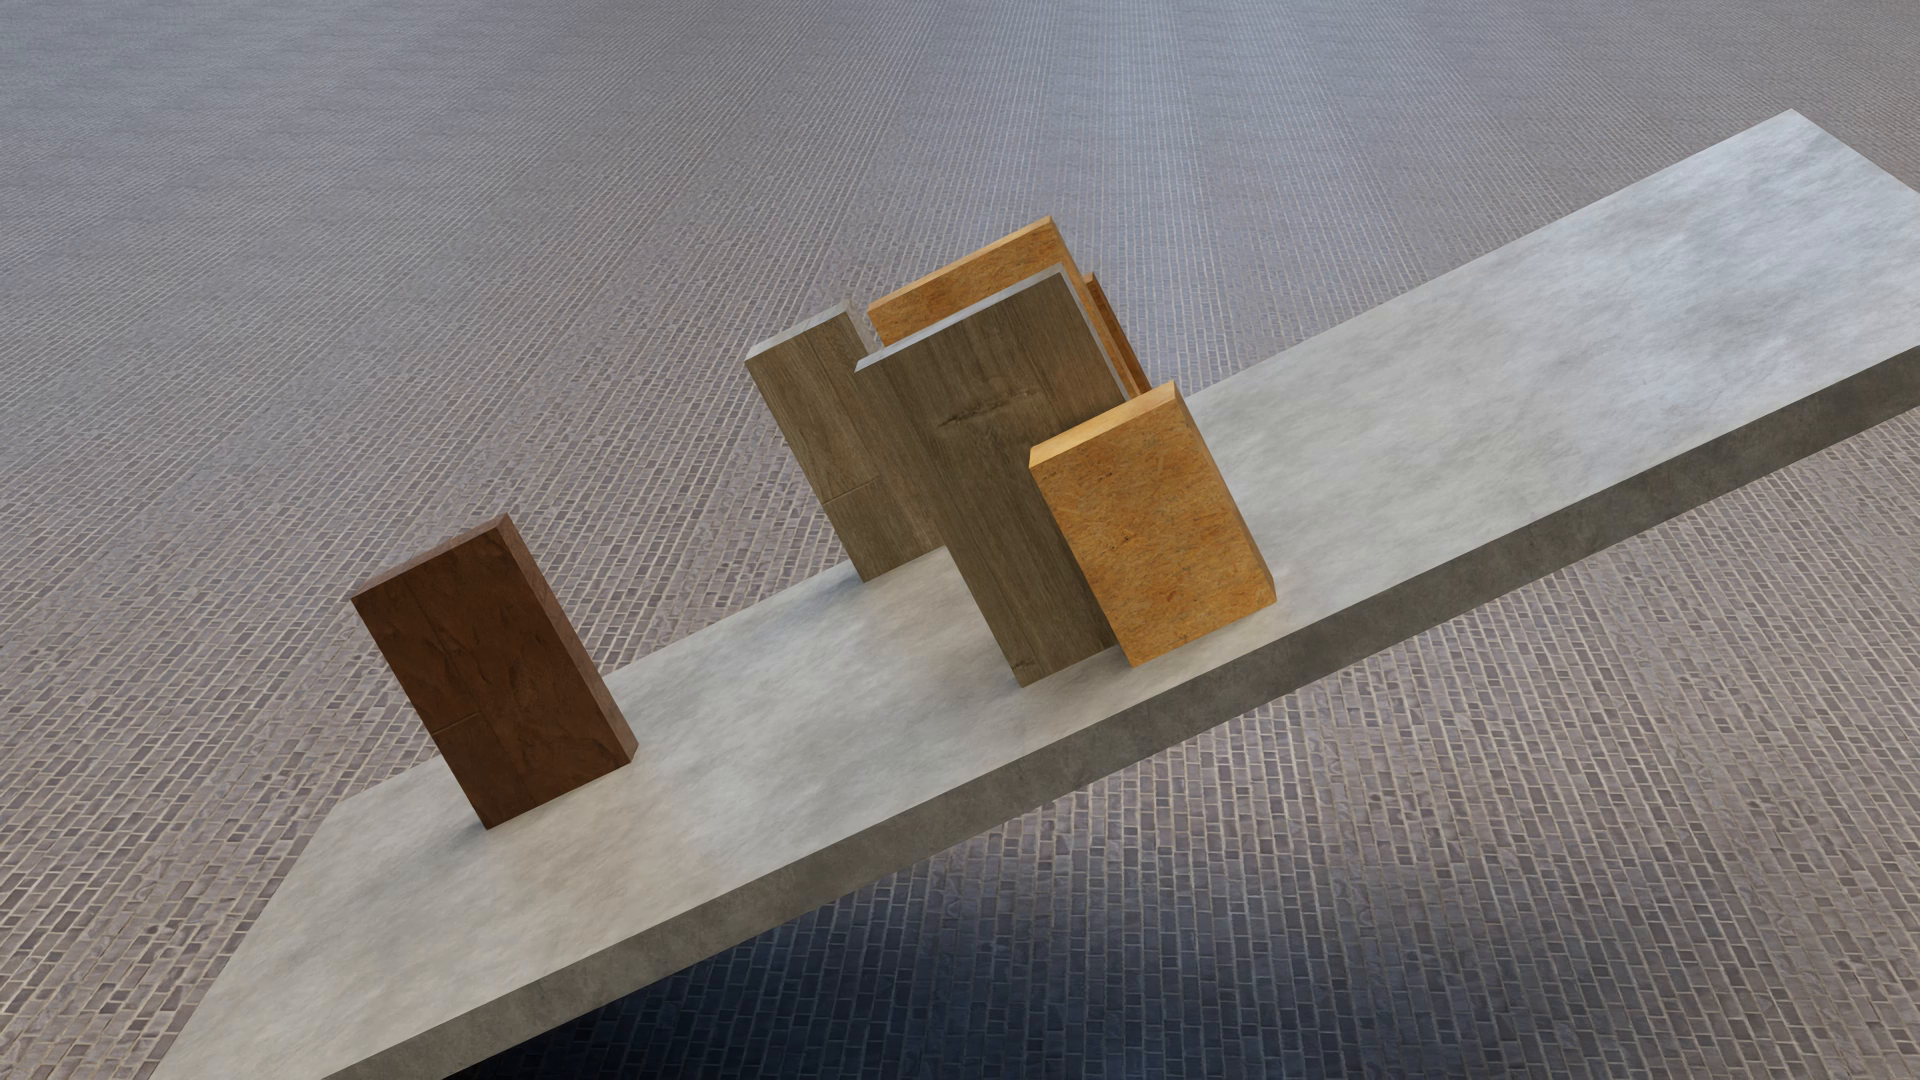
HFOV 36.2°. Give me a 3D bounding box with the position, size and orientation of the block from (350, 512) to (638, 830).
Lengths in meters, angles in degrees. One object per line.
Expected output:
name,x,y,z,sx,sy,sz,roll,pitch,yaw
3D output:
block,-1.035,0.296,6.573,0.374,0.611,0.117,-25,14,10

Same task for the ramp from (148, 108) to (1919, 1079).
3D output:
ramp,0.139,0.168,6.281,4.000,0.100,2.000,-25,14,10

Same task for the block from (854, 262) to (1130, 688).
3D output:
block,0.154,-0.119,5.601,0.431,0.698,0.098,-25,14,10

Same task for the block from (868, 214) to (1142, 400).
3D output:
block,0.163,-0.237,5.945,0.407,0.731,0.083,-25,14,10

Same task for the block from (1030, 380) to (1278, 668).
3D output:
block,0.358,-0.030,5.452,0.295,0.429,0.145,-25,14,10

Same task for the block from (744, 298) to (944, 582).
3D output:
block,-0.244,-0.236,6.994,0.270,0.606,0.149,-25,14,10

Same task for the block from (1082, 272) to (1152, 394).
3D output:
block,0.255,-0.298,6.509,0.329,0.488,0.101,-25,14,10
